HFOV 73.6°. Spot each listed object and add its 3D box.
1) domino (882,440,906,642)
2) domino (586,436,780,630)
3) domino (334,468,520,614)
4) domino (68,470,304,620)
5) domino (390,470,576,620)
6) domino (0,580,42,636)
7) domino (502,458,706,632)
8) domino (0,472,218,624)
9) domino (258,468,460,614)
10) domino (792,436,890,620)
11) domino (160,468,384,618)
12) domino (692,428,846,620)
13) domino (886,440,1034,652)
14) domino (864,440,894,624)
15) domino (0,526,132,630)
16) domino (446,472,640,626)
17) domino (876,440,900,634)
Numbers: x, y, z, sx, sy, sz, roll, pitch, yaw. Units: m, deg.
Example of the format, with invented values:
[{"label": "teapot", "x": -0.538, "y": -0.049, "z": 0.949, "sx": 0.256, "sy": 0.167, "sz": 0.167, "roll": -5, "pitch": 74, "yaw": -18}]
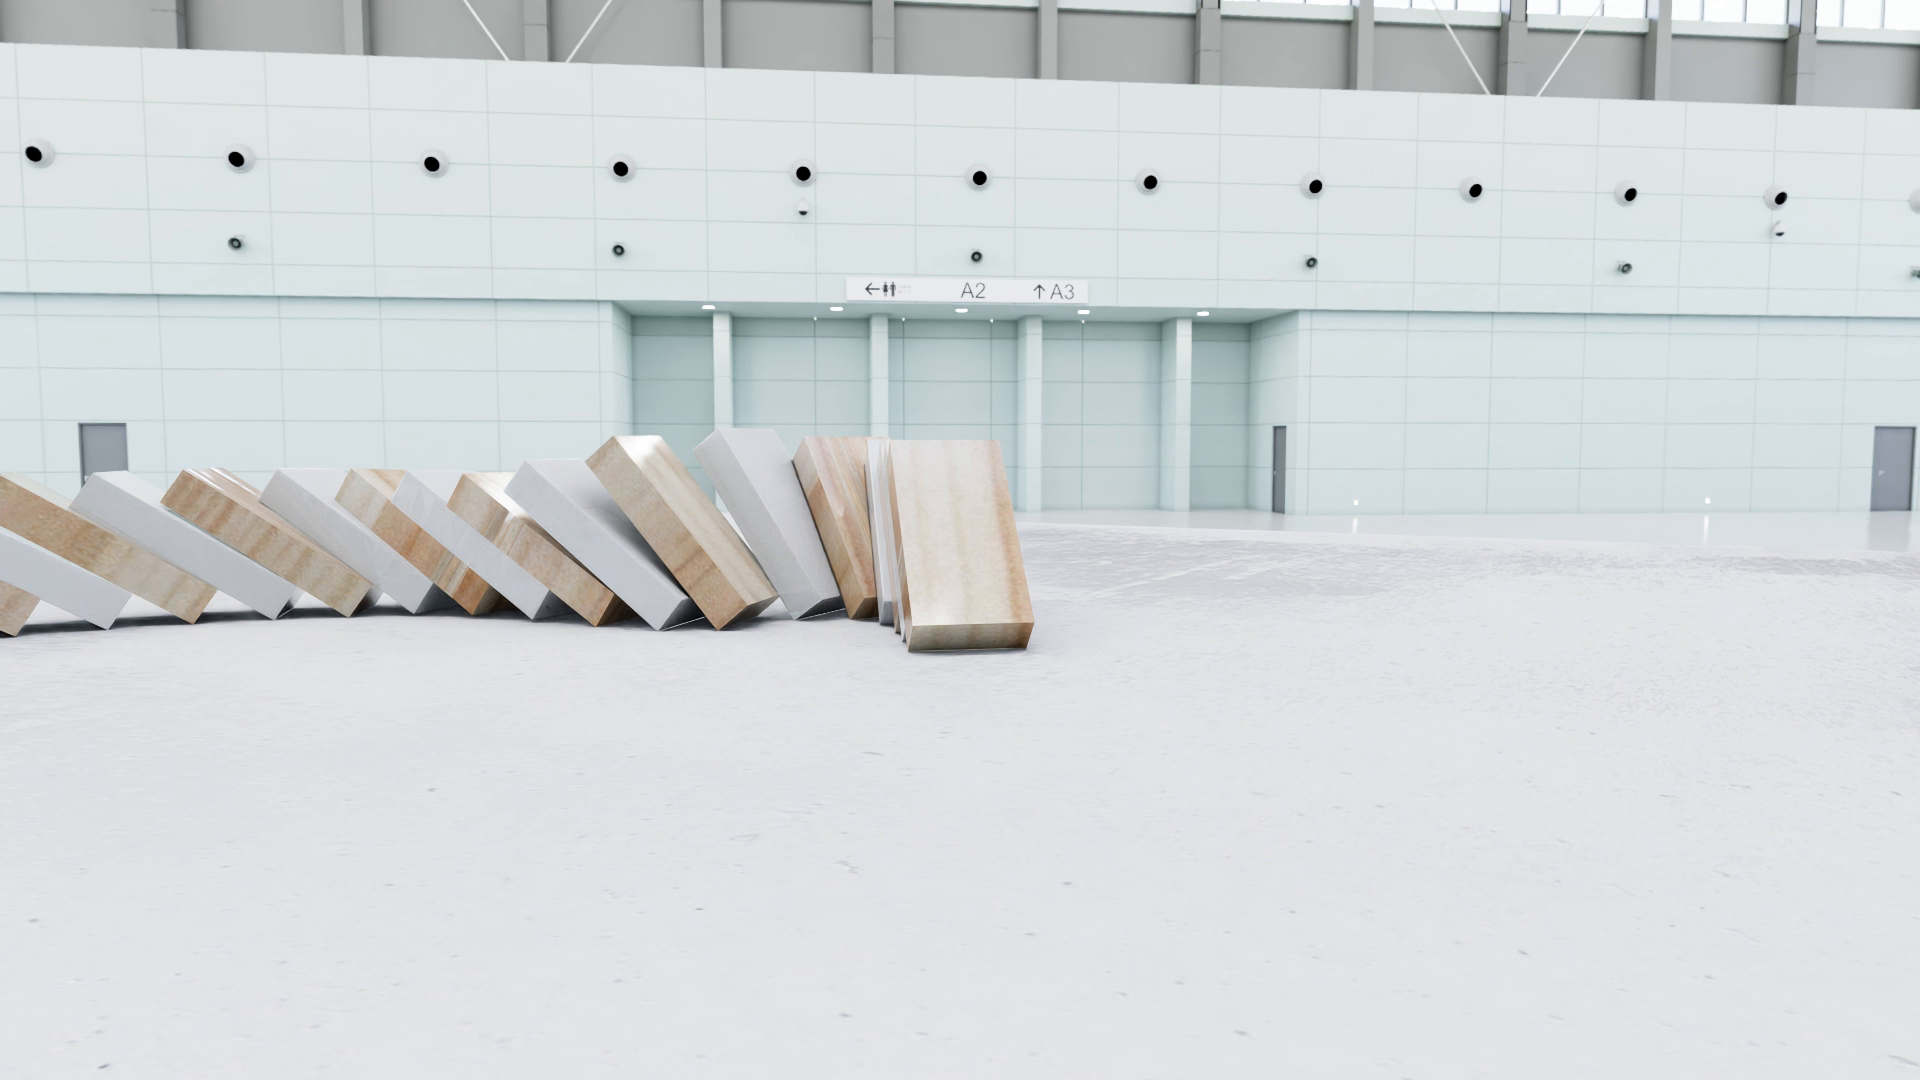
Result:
[{"label": "domino", "x": -0.003, "y": -0.001, "z": 0.289, "sx": 0.025, "sy": 0.050, "sz": 0.010, "roll": -1, "pitch": -38, "yaw": -11}, {"label": "domino", "x": -0.065, "y": -0.003, "z": 0.305, "sx": 0.009, "sy": 0.050, "sz": 0.025, "roll": -40, "pitch": -4, "yaw": 12}, {"label": "domino", "x": -0.132, "y": 0.000, "z": 0.328, "sx": 0.050, "sy": 0.009, "sz": 0.025, "roll": 36, "pitch": 12, "yaw": 14}, {"label": "domino", "x": -0.187, "y": 0.001, "z": 0.315, "sx": 0.050, "sy": 0.009, "sz": 0.025, "roll": 34, "pitch": -7, "yaw": -17}, {"label": "domino", "x": -0.115, "y": 0.000, "z": 0.322, "sx": 0.050, "sy": 0.010, "sz": 0.025, "roll": 36, "pitch": 13, "yaw": 14}, {"label": "domino", "x": -0.230, "y": 0.004, "z": 0.278, "sx": 0.025, "sy": 0.009, "sz": 0.050, "roll": 4, "pitch": -26, "yaw": 48}, {"label": "domino", "x": -0.082, "y": 0.000, "z": 0.306, "sx": 0.050, "sy": 0.009, "sz": 0.025, "roll": 40, "pitch": 12, "yaw": 8}, {"label": "domino", "x": -0.203, "y": 0.002, "z": 0.304, "sx": 0.050, "sy": 0.009, "sz": 0.025, "roll": 36, "pitch": -12, "yaw": -25}, {"label": "domino", "x": -0.150, "y": 0.000, "z": 0.330, "sx": 0.050, "sy": 0.009, "sz": 0.025, "roll": 35, "pitch": 7, "yaw": 5}, {"label": "domino", "x": -0.023, "y": -0.004, "z": 0.326, "sx": 0.025, "sy": 0.050, "sz": 0.009, "roll": -3, "pitch": -35, "yaw": -32}, {"label": "domino", "x": -0.169, "y": 0.000, "z": 0.322, "sx": 0.050, "sy": 0.009, "sz": 0.025, "roll": 35, "pitch": -3, "yaw": -11}, {"label": "domino", "x": -0.044, "y": -0.005, "z": 0.323, "sx": 0.010, "sy": 0.050, "sz": 0.025, "roll": -36, "pitch": -11, "yaw": 22}, {"label": "domino", "x": -0.001, "y": 0.000, "z": 0.277, "sx": 0.025, "sy": 0.050, "sz": 0.009, "roll": -1, "pitch": -38, "yaw": -11}, {"label": "domino", "x": -0.009, "y": -0.003, "z": 0.314, "sx": 0.025, "sy": 0.050, "sz": 0.009, "roll": 0, "pitch": -38, "yaw": -11}, {"label": "domino", "x": -0.217, "y": 0.003, "z": 0.291, "sx": 0.050, "sy": 0.009, "sz": 0.025, "roll": 37, "pitch": -17, "yaw": -32}, {"label": "domino", "x": -0.098, "y": 0.001, "z": 0.315, "sx": 0.050, "sy": 0.009, "sz": 0.025, "roll": 36, "pitch": 14, "yaw": 13}, {"label": "domino", "x": -0.005, "y": -0.002, "z": 0.302, "sx": 0.025, "sy": 0.050, "sz": 0.010, "roll": -1, "pitch": -38, "yaw": -11}]
